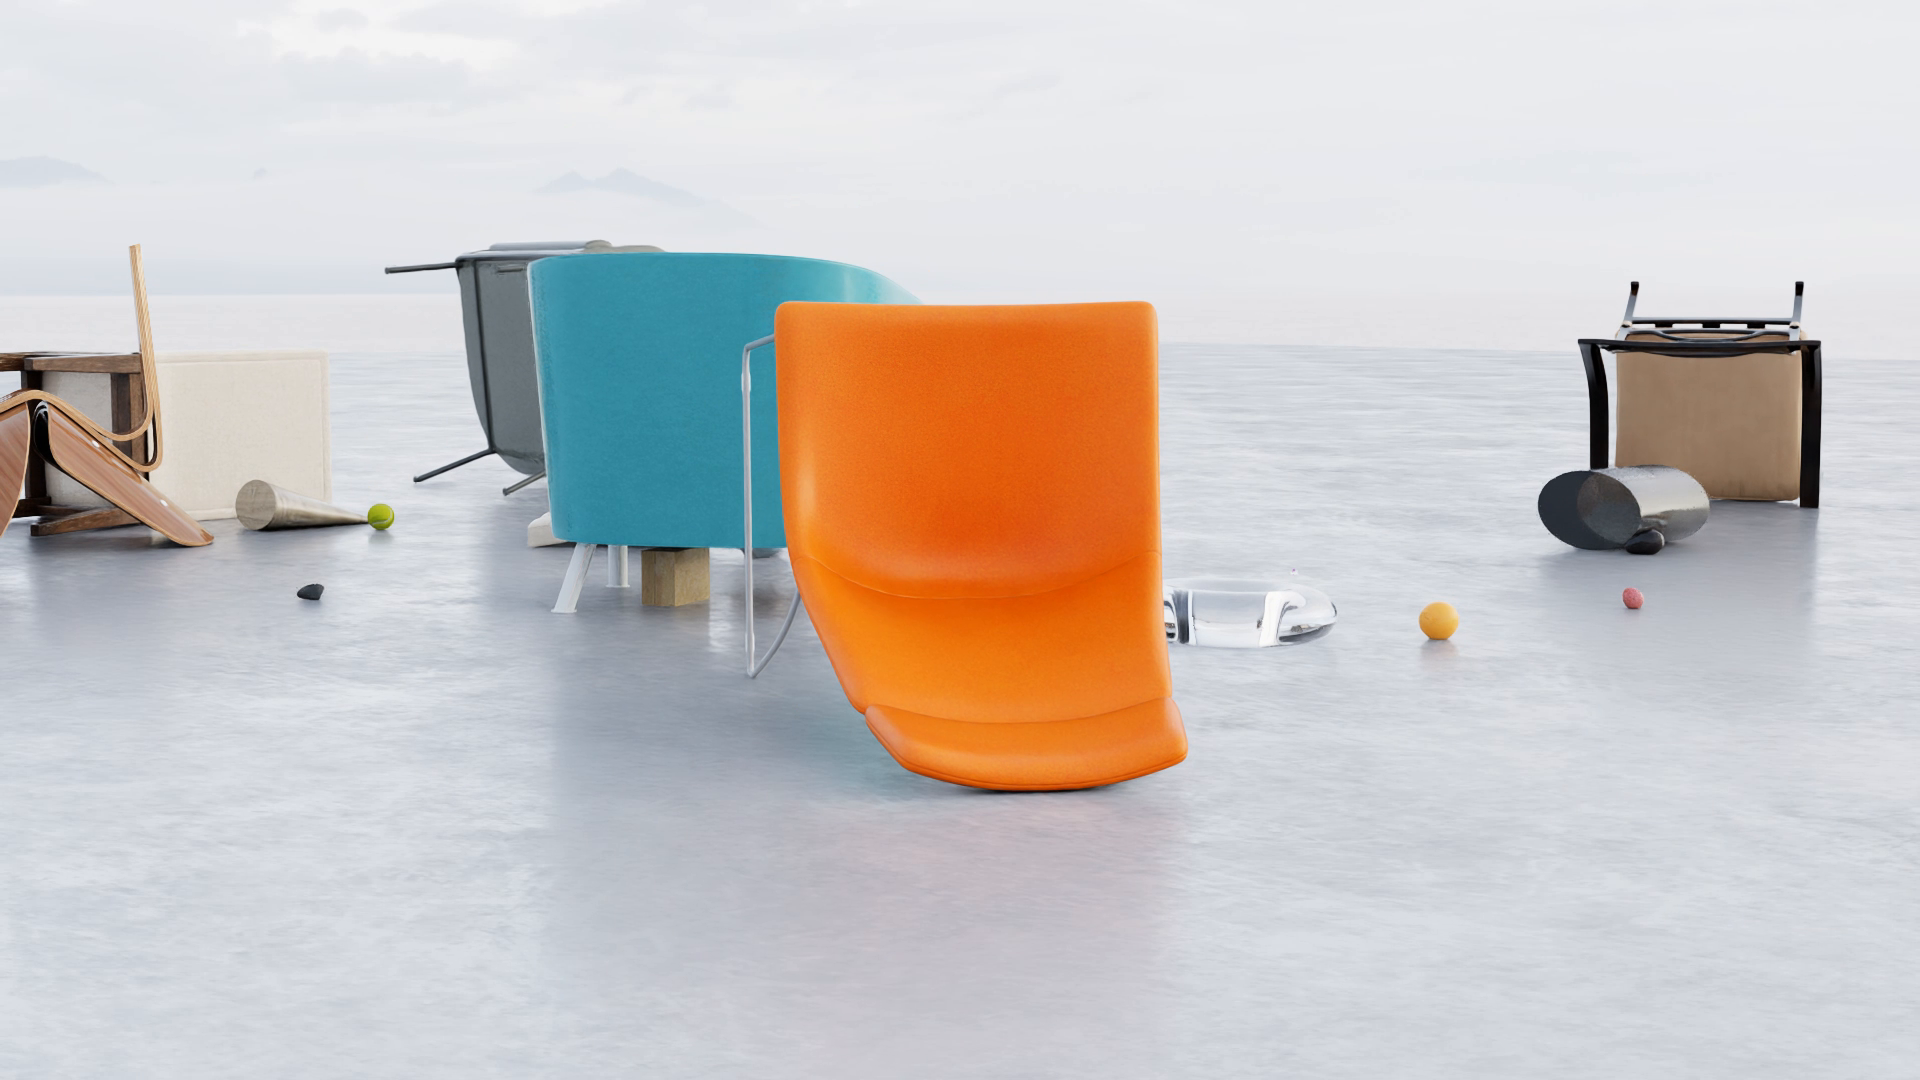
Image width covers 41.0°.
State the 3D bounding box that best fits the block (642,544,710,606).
[{"bbox_3d":[-0.575,0.070,5.198,0.076,0.109,0.145,2,6,23],"label":"block"}]

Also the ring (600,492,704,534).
[{"bbox_3d":[-0.804,-0.071,6.696,0.272,0.059,0.347,-10,15,-14],"label":"ring"}]

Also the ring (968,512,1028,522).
[{"bbox_3d":[0.101,-0.060,6.904,0.165,0.020,0.160,1,6,16],"label":"ring"}]

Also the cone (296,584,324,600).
[{"bbox_3d":[-1.315,0.114,5.229,0.031,0.038,0.069,40,26,28],"label":"cone"}]

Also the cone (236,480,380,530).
[{"bbox_3d":[-1.691,-0.070,6.776,0.351,0.131,0.315,9,-1,-34],"label":"cone"}]

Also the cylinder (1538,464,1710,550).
[{"bbox_3d":[1.624,-0.082,6.278,0.308,0.191,0.289,-6,12,-43],"label":"cylinder"}]

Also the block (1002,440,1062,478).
[{"bbox_3d":[0.236,-0.271,8.502,0.153,0.111,0.209,-1,6,-11],"label":"block"}]

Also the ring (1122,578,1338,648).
[{"bbox_3d":[0.489,0.131,4.667,0.394,0.099,0.348,2,5,13],"label":"ring"}]
